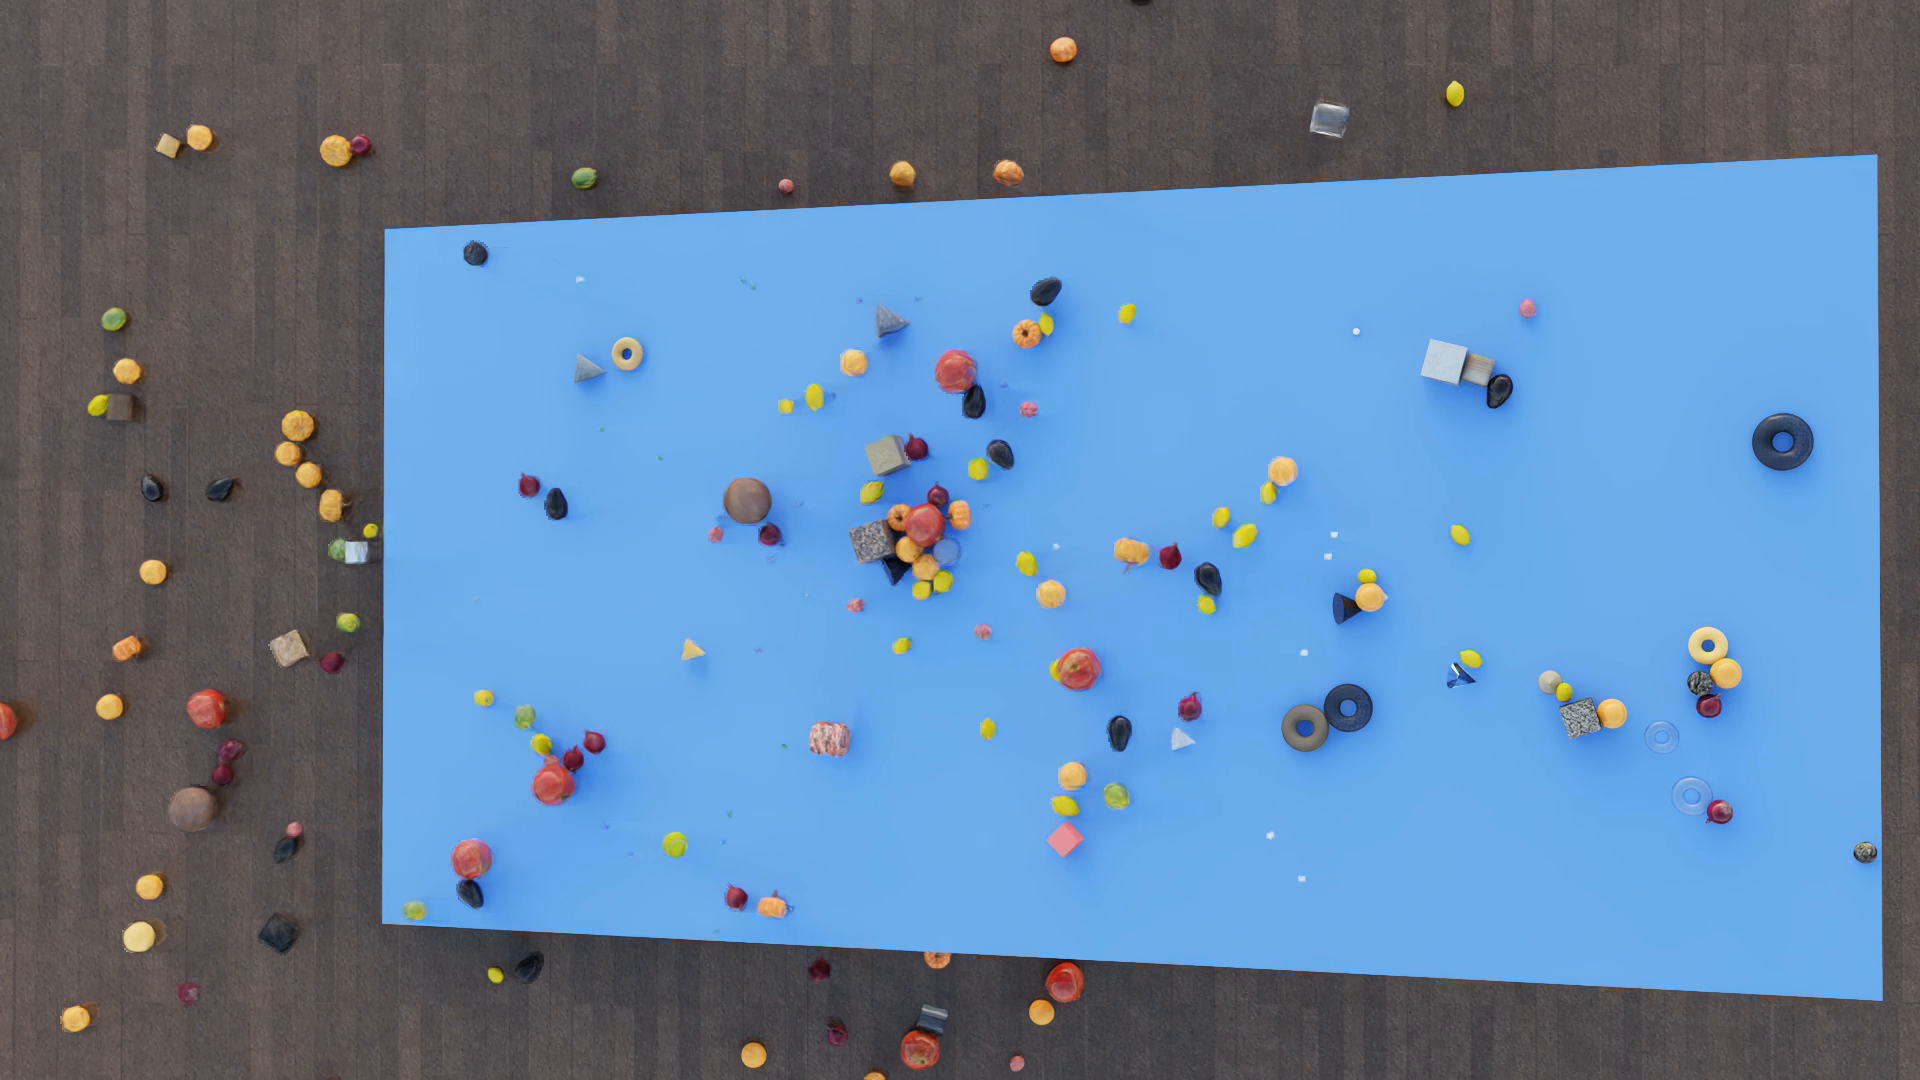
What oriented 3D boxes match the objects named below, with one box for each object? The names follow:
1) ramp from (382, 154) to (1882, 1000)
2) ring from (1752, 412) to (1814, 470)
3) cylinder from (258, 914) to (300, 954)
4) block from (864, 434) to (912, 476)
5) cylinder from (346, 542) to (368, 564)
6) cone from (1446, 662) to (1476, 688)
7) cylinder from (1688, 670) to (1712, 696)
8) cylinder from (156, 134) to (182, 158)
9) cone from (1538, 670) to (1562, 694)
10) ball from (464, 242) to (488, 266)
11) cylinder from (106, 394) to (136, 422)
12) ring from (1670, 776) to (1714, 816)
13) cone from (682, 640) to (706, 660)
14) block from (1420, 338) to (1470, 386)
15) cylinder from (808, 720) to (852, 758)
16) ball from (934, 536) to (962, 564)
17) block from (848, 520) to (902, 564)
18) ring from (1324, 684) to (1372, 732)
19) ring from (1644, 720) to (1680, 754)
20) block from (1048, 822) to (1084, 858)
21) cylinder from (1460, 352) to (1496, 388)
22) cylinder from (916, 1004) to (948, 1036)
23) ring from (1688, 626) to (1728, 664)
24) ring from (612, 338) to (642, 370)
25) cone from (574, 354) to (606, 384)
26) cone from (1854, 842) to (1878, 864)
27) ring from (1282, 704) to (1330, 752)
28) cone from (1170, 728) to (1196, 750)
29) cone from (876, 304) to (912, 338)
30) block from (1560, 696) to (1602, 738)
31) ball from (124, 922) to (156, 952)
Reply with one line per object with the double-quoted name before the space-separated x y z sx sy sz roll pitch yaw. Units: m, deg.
"ramp" 0.271 0.095 5.815 4.000 0.100 2.000 0 89 17
"ring" 1.962 -0.234 5.243 0.139 0.046 0.139 0 89 18
"cylinder" -1.974 1.141 6.375 0.083 0.083 0.083 33 89 0
"block" -0.192 -0.224 5.861 0.084 0.084 0.084 -23 83 15
"cylinder" -1.743 0.036 6.351 0.061 0.061 0.061 -1 84 0
"cone" 1.252 0.344 5.453 0.067 0.067 0.067 15 89 -10
"cylinder" 1.778 0.344 5.282 0.057 0.057 0.057 0 89 17
"cylinder" -2.311 -1.151 6.422 0.055 0.055 0.055 25 89 0
"cone" 1.443 0.350 5.380 0.060 0.060 0.060 0 89 17
"ball" -1.373 -0.809 6.228 0.068 0.068 0.068 0 89 0
"cylinder" -2.443 -0.384 6.400 0.076 0.076 0.076 2 89 0
"ring" 1.763 0.617 5.296 0.098 0.033 0.098 1 93 19
"cone" -0.727 0.307 6.041 0.063 0.063 0.063 11 89 -10
"block" 1.202 -0.439 5.447 0.092 0.092 0.092 16 94 16
"cylinder" -0.348 0.533 5.896 0.085 0.085 0.085 13 89 27
"ball" -0.033 0.028 5.815 0.075 0.075 0.075 0 89 0
"block" -0.226 0.005 5.862 0.094 0.094 0.094 -18 84 15
"ring" 0.976 0.422 5.528 0.123 0.041 0.123 -1 88 18
"ring" 1.698 0.477 5.320 0.083 0.028 0.083 0 90 17
"block" 0.275 0.779 5.719 0.062 0.062 0.062 -45 78 11
"cylinder" 1.281 -0.420 5.436 0.068 0.068 0.068 23 81 0
"cylinder" -0.080 1.391 6.374 0.077 0.077 0.077 17 89 0
"ring" 1.800 0.255 5.291 0.092 0.031 0.092 0 88 16
"ring" -0.924 -0.517 6.110 0.094 0.031 0.094 0 91 17
"cone" -1.028 -0.474 6.136 0.087 0.087 0.087 8 89 -10
"cone" 2.133 0.739 5.174 0.053 0.053 0.053 0 89 17
"ring" 0.873 0.475 5.558 0.121 0.040 0.121 0 90 16
"cone" 0.579 0.517 5.652 0.057 0.057 0.057 11 89 -10
"cone" -0.174 -0.582 5.883 0.092 0.092 0.092 2 89 -10
"block" 1.510 0.433 5.350 0.079 0.079 0.079 -19 84 15
"ball" -2.378 1.151 6.373 0.087 0.087 0.087 0 89 0
